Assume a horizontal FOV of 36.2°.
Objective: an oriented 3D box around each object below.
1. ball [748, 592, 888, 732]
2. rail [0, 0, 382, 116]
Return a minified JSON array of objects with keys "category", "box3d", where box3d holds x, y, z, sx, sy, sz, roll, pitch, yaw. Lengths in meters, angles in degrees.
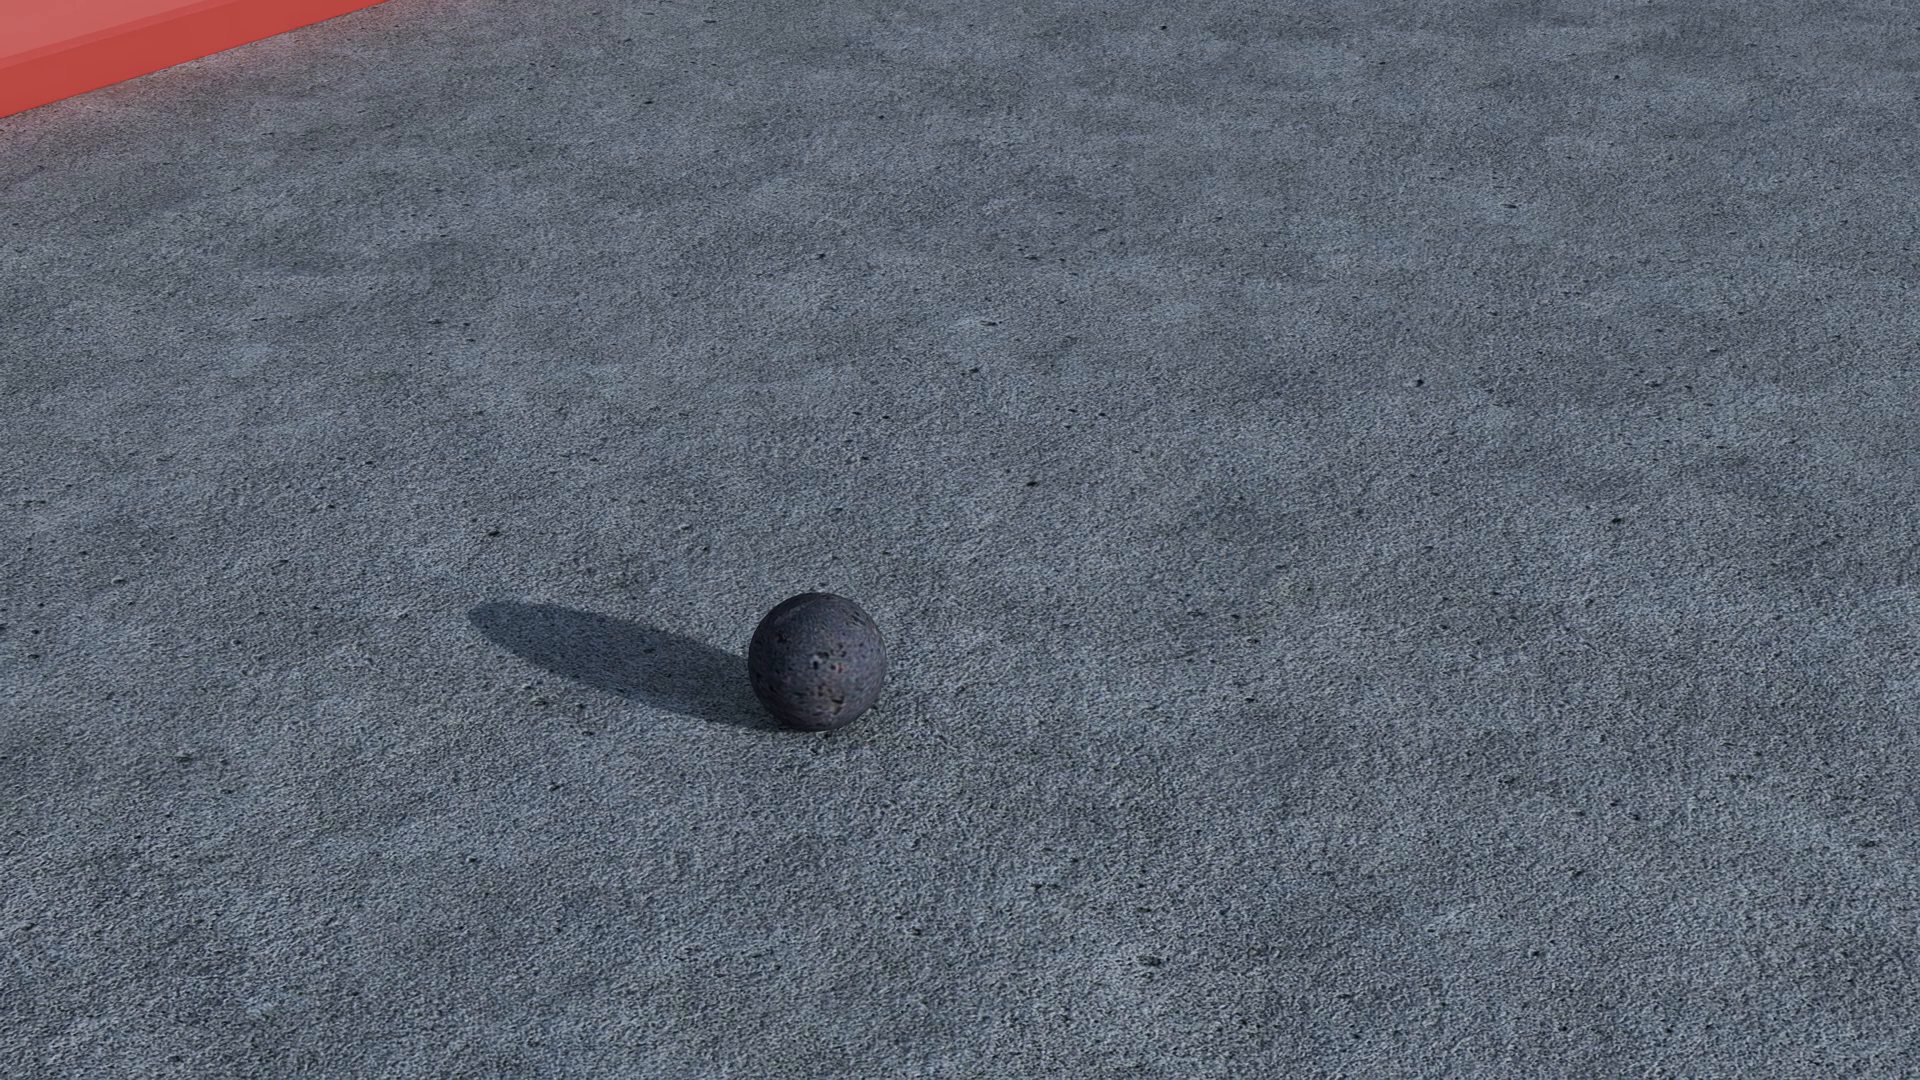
[{"category":"ball","box3d":[-0.077,0.065,1.577,0.075,0.075,0.075,0,27,0]},{"category":"rail","box3d":[-0.249,-0.724,3.083,0.045,0.121,4.290,19,33,33]}]
